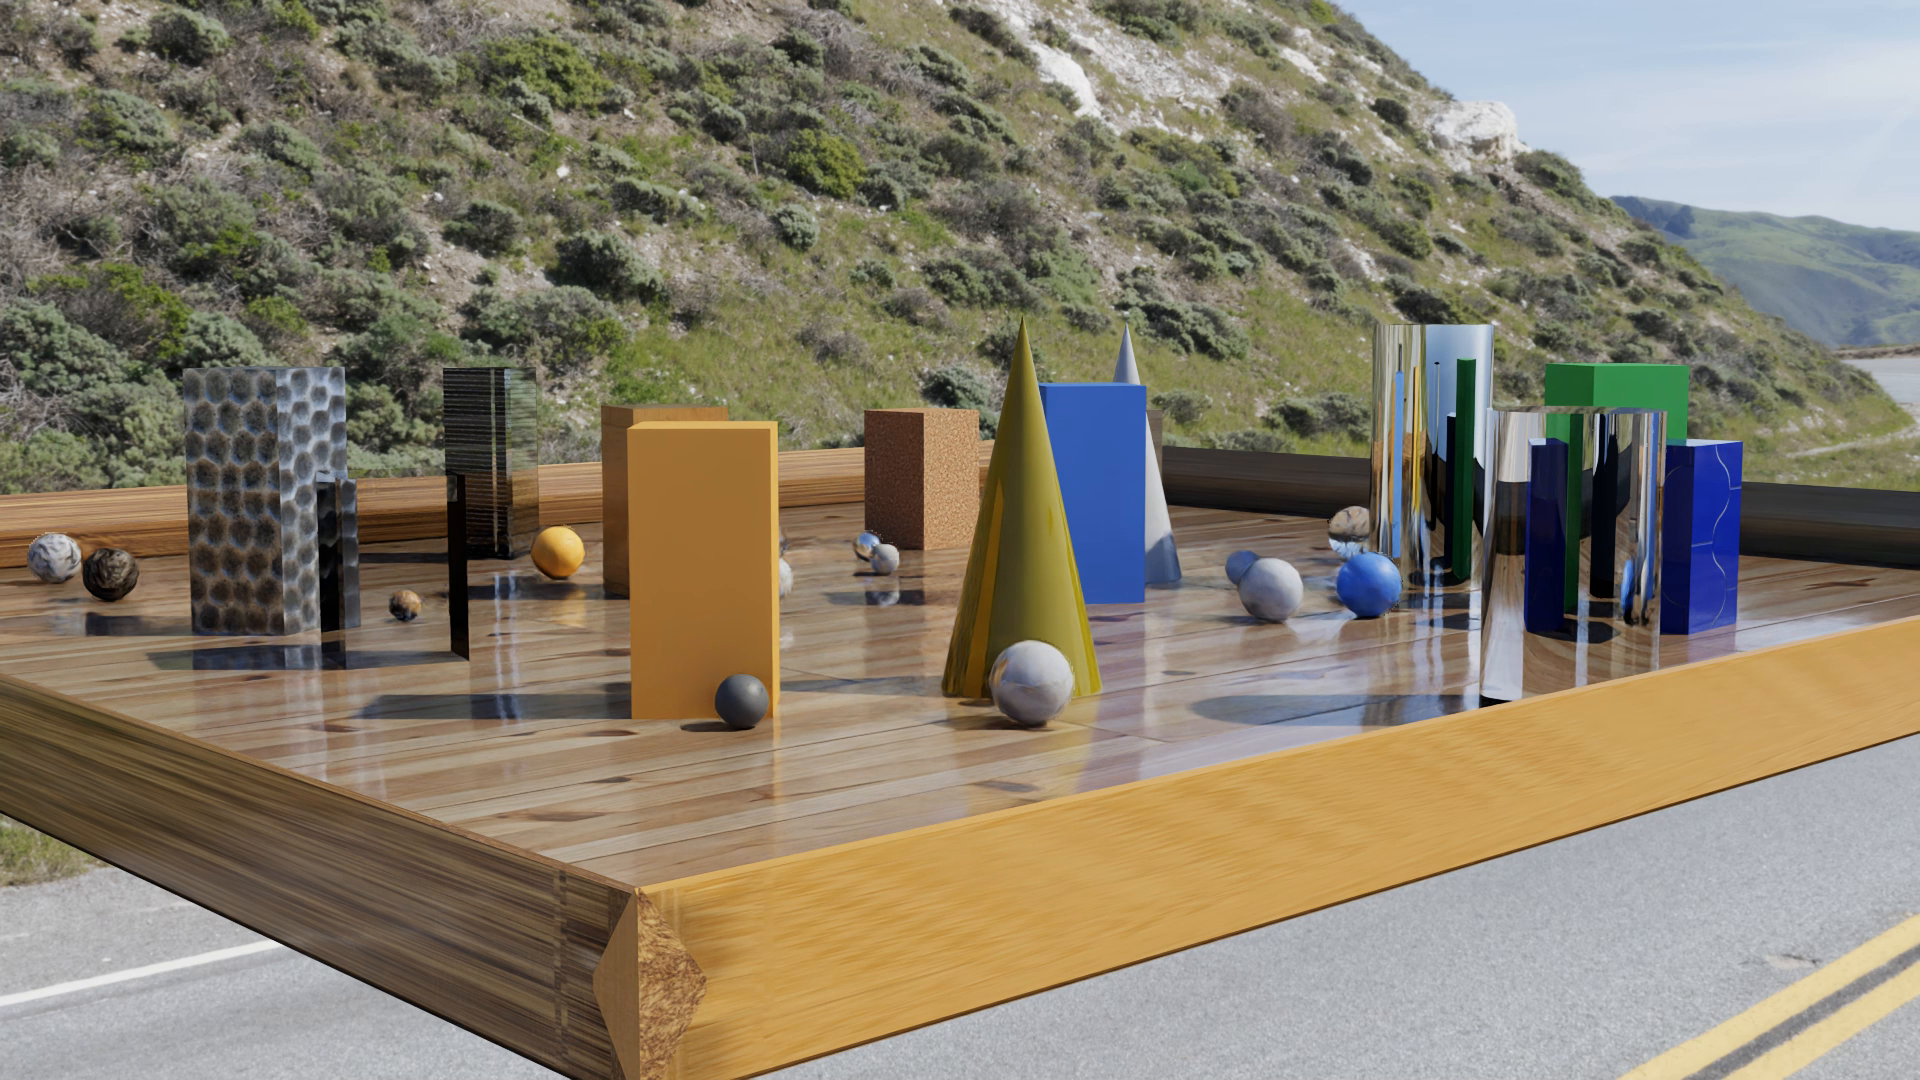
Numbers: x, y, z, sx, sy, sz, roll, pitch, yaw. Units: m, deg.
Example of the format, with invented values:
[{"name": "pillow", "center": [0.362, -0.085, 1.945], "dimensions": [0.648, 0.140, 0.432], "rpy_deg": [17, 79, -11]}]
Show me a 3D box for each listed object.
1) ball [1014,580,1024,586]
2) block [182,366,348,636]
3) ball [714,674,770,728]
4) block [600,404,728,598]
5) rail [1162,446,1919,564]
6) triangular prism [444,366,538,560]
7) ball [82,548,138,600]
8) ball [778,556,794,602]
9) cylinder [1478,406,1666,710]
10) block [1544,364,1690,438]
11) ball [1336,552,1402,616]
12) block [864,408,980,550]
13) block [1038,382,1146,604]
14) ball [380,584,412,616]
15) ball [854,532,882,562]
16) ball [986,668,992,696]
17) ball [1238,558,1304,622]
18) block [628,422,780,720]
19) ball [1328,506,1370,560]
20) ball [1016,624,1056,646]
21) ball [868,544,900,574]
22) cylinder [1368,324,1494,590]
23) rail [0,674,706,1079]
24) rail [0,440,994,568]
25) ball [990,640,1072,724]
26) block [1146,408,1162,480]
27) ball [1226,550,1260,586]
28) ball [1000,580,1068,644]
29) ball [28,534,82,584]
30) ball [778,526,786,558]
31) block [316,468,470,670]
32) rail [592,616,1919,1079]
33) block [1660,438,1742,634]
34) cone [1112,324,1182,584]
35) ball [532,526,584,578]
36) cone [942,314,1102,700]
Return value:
[{"name": "ball", "center": [0.097, 0.081, 3.263], "dimensions": [0.045, 0.045, 0.045], "rpy_deg": [0, 6, 0]}, {"name": "block", "center": [-0.968, -0.059, 3.079], "dimensions": [0.154, 0.362, 0.154], "rpy_deg": [2, 6, 20]}, {"name": "ball", "center": [-0.233, 0.171, 2.344], "dimensions": [0.058, 0.058, 0.058], "rpy_deg": [0, 6, 0]}, {"name": "block", "center": [-0.464, -0.064, 3.461], "dimensions": [0.154, 0.292, 0.154], "rpy_deg": [-3, 7, -27]}, {"name": "rail", "center": [1.139, -0.078, 4.377], "dimensions": [0.045, 0.125, 2.887], "rpy_deg": [-6, 8, -42]}, {"name": "triangular prism", "center": [-0.824, -0.144, 4.000], "dimensions": [0.166, 0.339, 0.144], "rpy_deg": [4, 7, 35]}, {"name": "ball", "center": [-1.303, 0.051, 3.371], "dimensions": [0.081, 0.081, 0.081], "rpy_deg": [0, 6, 0]}, {"name": "ball", "center": [-0.290, 0.060, 3.315], "dimensions": [0.076, 0.076, 0.076], "rpy_deg": [0, 6, 0]}, {"name": "cylinder", "center": [0.676, 0.023, 2.433], "dimensions": [0.192, 0.334, 0.192], "rpy_deg": [0, 6, 0]}, {"name": "block", "center": [0.992, -0.086, 3.343], "dimensions": [0.154, 0.360, 0.154], "rpy_deg": [-1, 6, -12]}, {"name": "ball", "center": [0.593, 0.065, 3.188], "dimensions": [0.093, 0.093, 0.093], "rpy_deg": [0, 6, 0]}, {"name": "block", "center": [-0.072, -0.119, 4.163], "dimensions": [0.154, 0.254, 0.154], "rpy_deg": [5, 8, 42]}, {"name": "block", "center": [0.191, -0.075, 3.385], "dimensions": [0.154, 0.329, 0.154], "rpy_deg": [-1, 6, -10]}, {"name": "ball", "center": [-0.820, 0.088, 3.195], "dimensions": [0.045, 0.045, 0.045], "rpy_deg": [0, 6, 0]}, {"name": "ball", "center": [-0.163, 0.012, 3.885], "dimensions": [0.051, 0.051, 0.051], "rpy_deg": [0, 6, 0]}, {"name": "ball", "center": [0.053, 0.160, 2.486], "dimensions": [0.049, 0.049, 0.049], "rpy_deg": [0, 6, 0]}, {"name": "ball", "center": [0.444, 0.071, 3.138], "dimensions": [0.091, 0.091, 0.091], "rpy_deg": [0, 6, 0]}, {"name": "block", "center": [-0.283, 0.029, 2.456], "dimensions": [0.154, 0.316, 0.154], "rpy_deg": [0, 6, -2]}, {"name": "ball", "center": [0.700, -0.011, 3.896], "dimensions": [0.096, 0.096, 0.096], "rpy_deg": [0, 6, 0]}, {"name": "ball", "center": [0.094, 0.131, 2.766], "dimensions": [0.050, 0.050, 0.050], "rpy_deg": [0, 6, 0]}, {"name": "ball", "center": [-0.127, 0.032, 3.693], "dimensions": [0.052, 0.052, 0.052], "rpy_deg": [0, 6, 0]}, {"name": "cylinder", "center": [0.763, -0.139, 3.564], "dimensions": [0.192, 0.419, 0.192], "rpy_deg": [0, 6, 0]}, {"name": "rail", "center": [-1.139, 0.142, 2.287], "dimensions": [0.045, 0.125, 2.887], "rpy_deg": [-6, 8, -42]}, {"name": "rail", "center": [-0.963, -0.077, 4.370], "dimensions": [3.147, 0.125, 0.045], "rpy_deg": [-6, 8, -42]}, {"name": "ball", "center": [0.076, 0.153, 2.366], "dimensions": [0.090, 0.090, 0.090], "rpy_deg": [0, 6, 0]}, {"name": "block", "center": [0.296, -0.136, 4.355], "dimensions": [0.154, 0.248, 0.154], "rpy_deg": [-2, 6, -22]}, {"name": "ball", "center": [0.456, 0.045, 3.530], "dimensions": [0.060, 0.060, 0.060], "rpy_deg": [0, 6, 0]}, {"name": "ball", "center": [0.098, 0.096, 2.906], "dimensions": [0.089, 0.089, 0.089], "rpy_deg": [0, 6, 0]}, {"name": "ball", "center": [-1.472, 0.030, 3.579], "dimensions": [0.080, 0.080, 0.080], "rpy_deg": [0, 6, 0]}, {"name": "ball", "center": [-0.341, 0.006, 3.750], "dimensions": [0.091, 0.091, 0.091], "rpy_deg": [0, 6, 0]}, {"name": "block", "center": [-0.725, 0.032, 2.809], "dimensions": [0.154, 0.236, 0.154], "rpy_deg": [-3, 7, -27]}, {"name": "rail", "center": [0.963, 0.142, 2.294], "dimensions": [3.147, 0.125, 0.045], "rpy_deg": [-6, 8, -42]}, {"name": "block", "center": [0.994, -0.010, 3.106], "dimensions": [0.154, 0.258, 0.154], "rpy_deg": [6, 8, 43]}, {"name": "cone", "center": [0.274, -0.150, 3.645], "dimensions": [0.192, 0.424, 0.192], "rpy_deg": [0, 6, 0]}, {"name": "ball", "center": [-0.665, 0.021, 3.639], "dimensions": [0.086, 0.086, 0.086], "rpy_deg": [0, 6, 0]}, {"name": "cone", "center": [0.073, -0.046, 2.581], "dimensions": [0.192, 0.439, 0.192], "rpy_deg": [0, 6, 0]}]
